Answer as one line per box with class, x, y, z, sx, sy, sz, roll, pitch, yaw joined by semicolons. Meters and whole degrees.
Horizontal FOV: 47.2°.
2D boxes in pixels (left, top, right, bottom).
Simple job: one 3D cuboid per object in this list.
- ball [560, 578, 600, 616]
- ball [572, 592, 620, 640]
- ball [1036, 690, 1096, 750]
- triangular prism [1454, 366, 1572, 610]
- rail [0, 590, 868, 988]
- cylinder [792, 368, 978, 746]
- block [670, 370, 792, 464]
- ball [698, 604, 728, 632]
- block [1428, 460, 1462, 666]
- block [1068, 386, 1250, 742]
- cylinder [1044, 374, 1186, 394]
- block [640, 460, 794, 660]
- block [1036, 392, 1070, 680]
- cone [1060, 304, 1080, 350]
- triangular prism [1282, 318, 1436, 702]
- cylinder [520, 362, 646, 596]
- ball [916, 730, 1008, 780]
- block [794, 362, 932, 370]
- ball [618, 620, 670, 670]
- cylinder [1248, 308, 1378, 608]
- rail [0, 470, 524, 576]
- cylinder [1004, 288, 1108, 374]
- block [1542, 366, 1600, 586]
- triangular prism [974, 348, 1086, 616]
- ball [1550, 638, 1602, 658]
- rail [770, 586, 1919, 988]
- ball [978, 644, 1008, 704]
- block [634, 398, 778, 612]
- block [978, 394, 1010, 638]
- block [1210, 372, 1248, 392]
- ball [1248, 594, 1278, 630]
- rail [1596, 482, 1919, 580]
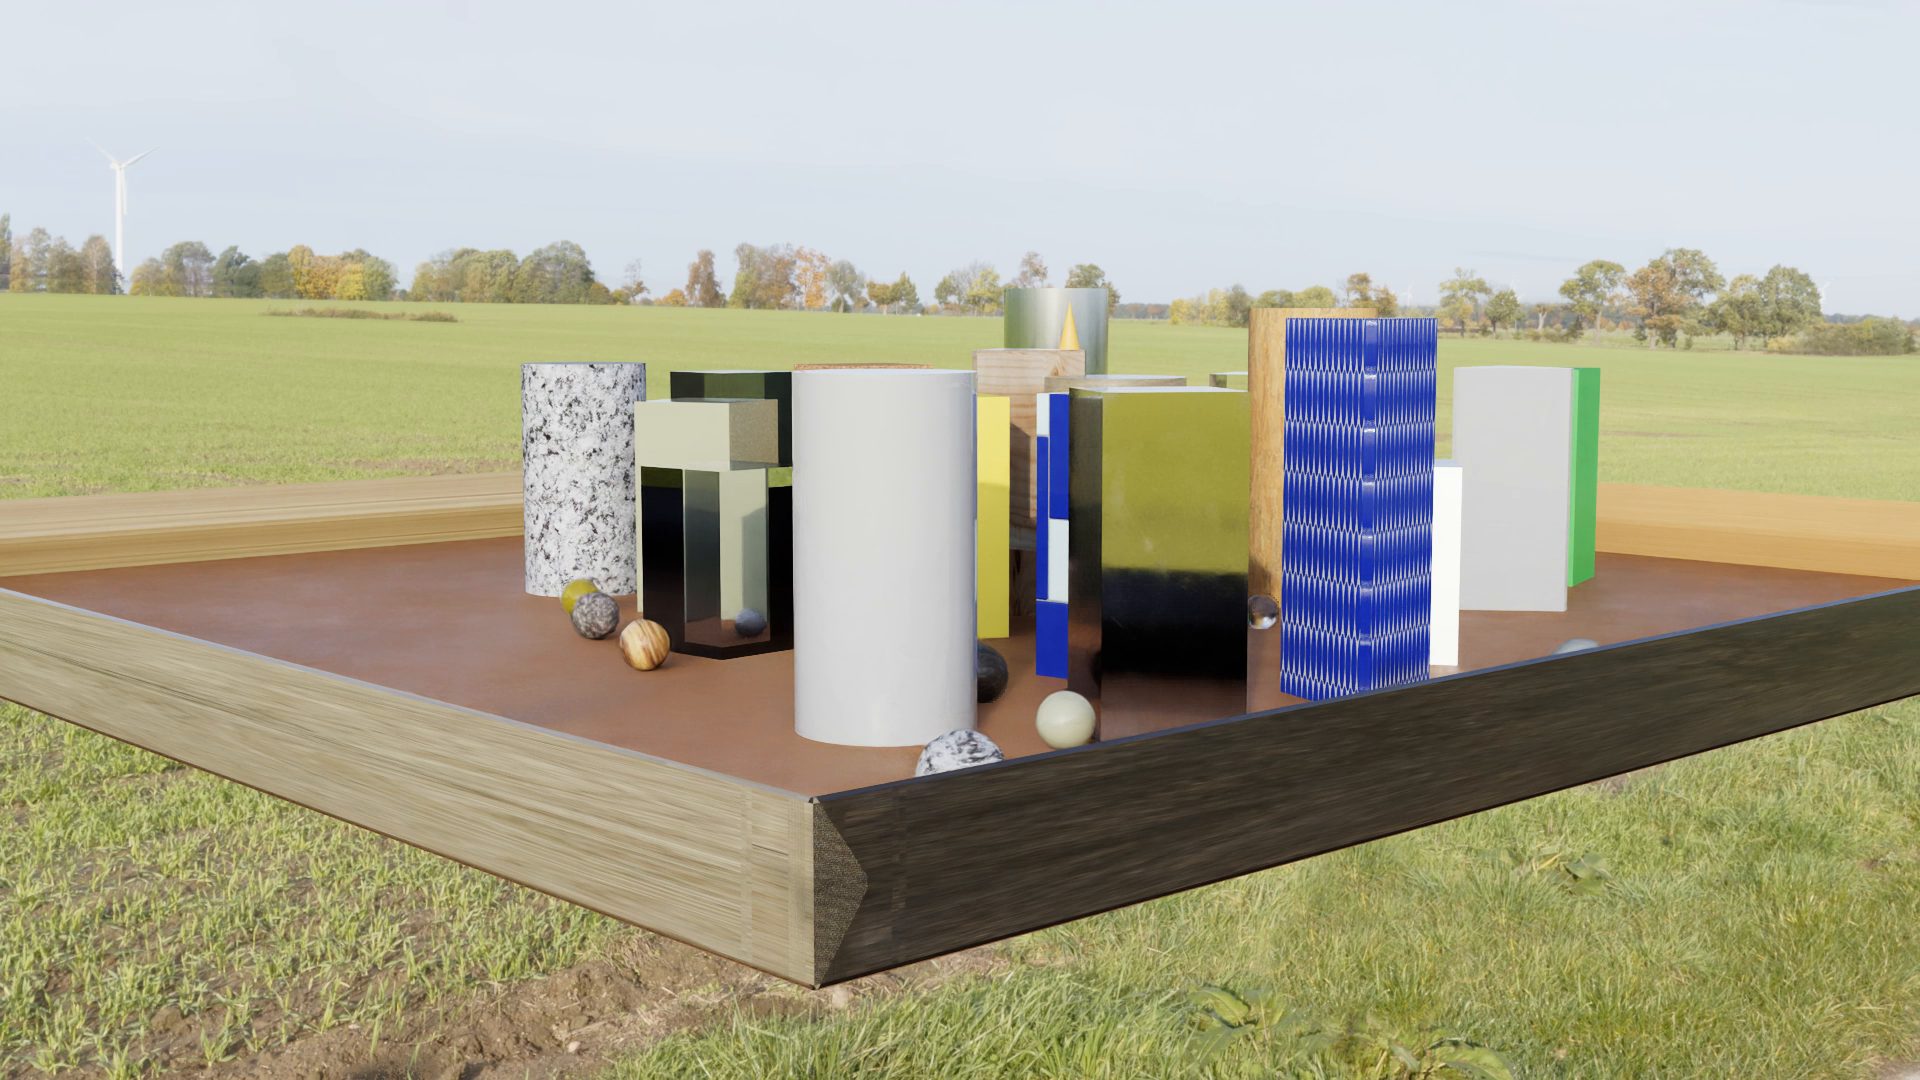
ball;-0.549;0.085;3.182;0.057;0.057;0.057;0;6;0
ball;-0.493;0.103;2.977;0.064;0.064;0.064;0;6;0
ball;0.107;0.183;2.226;0.061;0.061;0.061;0;6;0
triangular prism;0.823;-0.082;3.323;0.169;0.359;0.146;1;6;7
rail;-0.985;0.128;2.428;0.045;0.127;2.674;-5;8;-42
cylinder;-0.079;0.012;2.325;0.195;0.380;0.195;0;6;0
block;-0.396;-0.126;3.851;0.156;0.337;0.156;-5;8;-41
ball;-0.341;0.108;3.039;0.041;0.041;0.041;0;6;0
block;0.562;0.024;2.840;0.156;0.249;0.156;1;6;10
block;0.208;0.020;2.339;0.156;0.361;0.156;-1;6;-10
cylinder;0.213;-0.049;3.035;0.195;0.353;0.195;0;6;0
block;-0.308;0.022;2.899;0.156;0.241;0.156;5;8;42
block;0.203;-0.007;2.681;0.156;0.344;0.156;5;8;40
cone;0.177;-0.159;3.569;0.195;0.460;0.195;0;6;0
triangular prism;0.436;-0.035;2.512;0.146;0.435;0.169;4;7;36
cylinder;-0.595;-0.100;3.493;0.195;0.360;0.195;0;6;0
ball;0.002;0.206;1.907;0.082;0.082;0.082;0;6;0
block;-0.147;-0.084;3.326;0.156;0.362;0.156;-3;7;-29
ball;-0.391;0.130;2.721;0.063;0.063;0.063;0;6;0
cylinder;0.536;-0.129;3.354;0.195;0.446;0.195;0;6;0
rail;-0.891;-0.068;4.292;2.727;0.127;0.045;-5;8;-42
cylinder;0.180;-0.229;4.128;0.195;0.483;0.195;0;6;0
block;0.957;-0.109;3.636;0.156;0.349;0.156;3;7;28
triangular prism;0.084;-0.090;3.266;0.169;0.386;0.146;-2;6;-14
ball;0.706;0.148;2.503;0.072;0.072;0.072;0;6;0
rail;0.891;0.134;2.372;2.727;0.127;0.045;-5;8;-42
ball;0.020;0.151;2.490;0.069;0.069;0.069;0;6;0
block;-0.376;-0.053;3.280;0.156;0.310;0.156;2;6;22
block;-0.030;-0.036;3.035;0.156;0.327;0.156;-2;6;-16
block;0.527;-0.120;3.796;0.156;0.335;0.156;3;7;24
ball;0.420;0.101;3.070;0.049;0.049;0.049;0;6;0
rail;0.985;-0.062;4.236;0.045;0.127;2.674;-5;8;-42
